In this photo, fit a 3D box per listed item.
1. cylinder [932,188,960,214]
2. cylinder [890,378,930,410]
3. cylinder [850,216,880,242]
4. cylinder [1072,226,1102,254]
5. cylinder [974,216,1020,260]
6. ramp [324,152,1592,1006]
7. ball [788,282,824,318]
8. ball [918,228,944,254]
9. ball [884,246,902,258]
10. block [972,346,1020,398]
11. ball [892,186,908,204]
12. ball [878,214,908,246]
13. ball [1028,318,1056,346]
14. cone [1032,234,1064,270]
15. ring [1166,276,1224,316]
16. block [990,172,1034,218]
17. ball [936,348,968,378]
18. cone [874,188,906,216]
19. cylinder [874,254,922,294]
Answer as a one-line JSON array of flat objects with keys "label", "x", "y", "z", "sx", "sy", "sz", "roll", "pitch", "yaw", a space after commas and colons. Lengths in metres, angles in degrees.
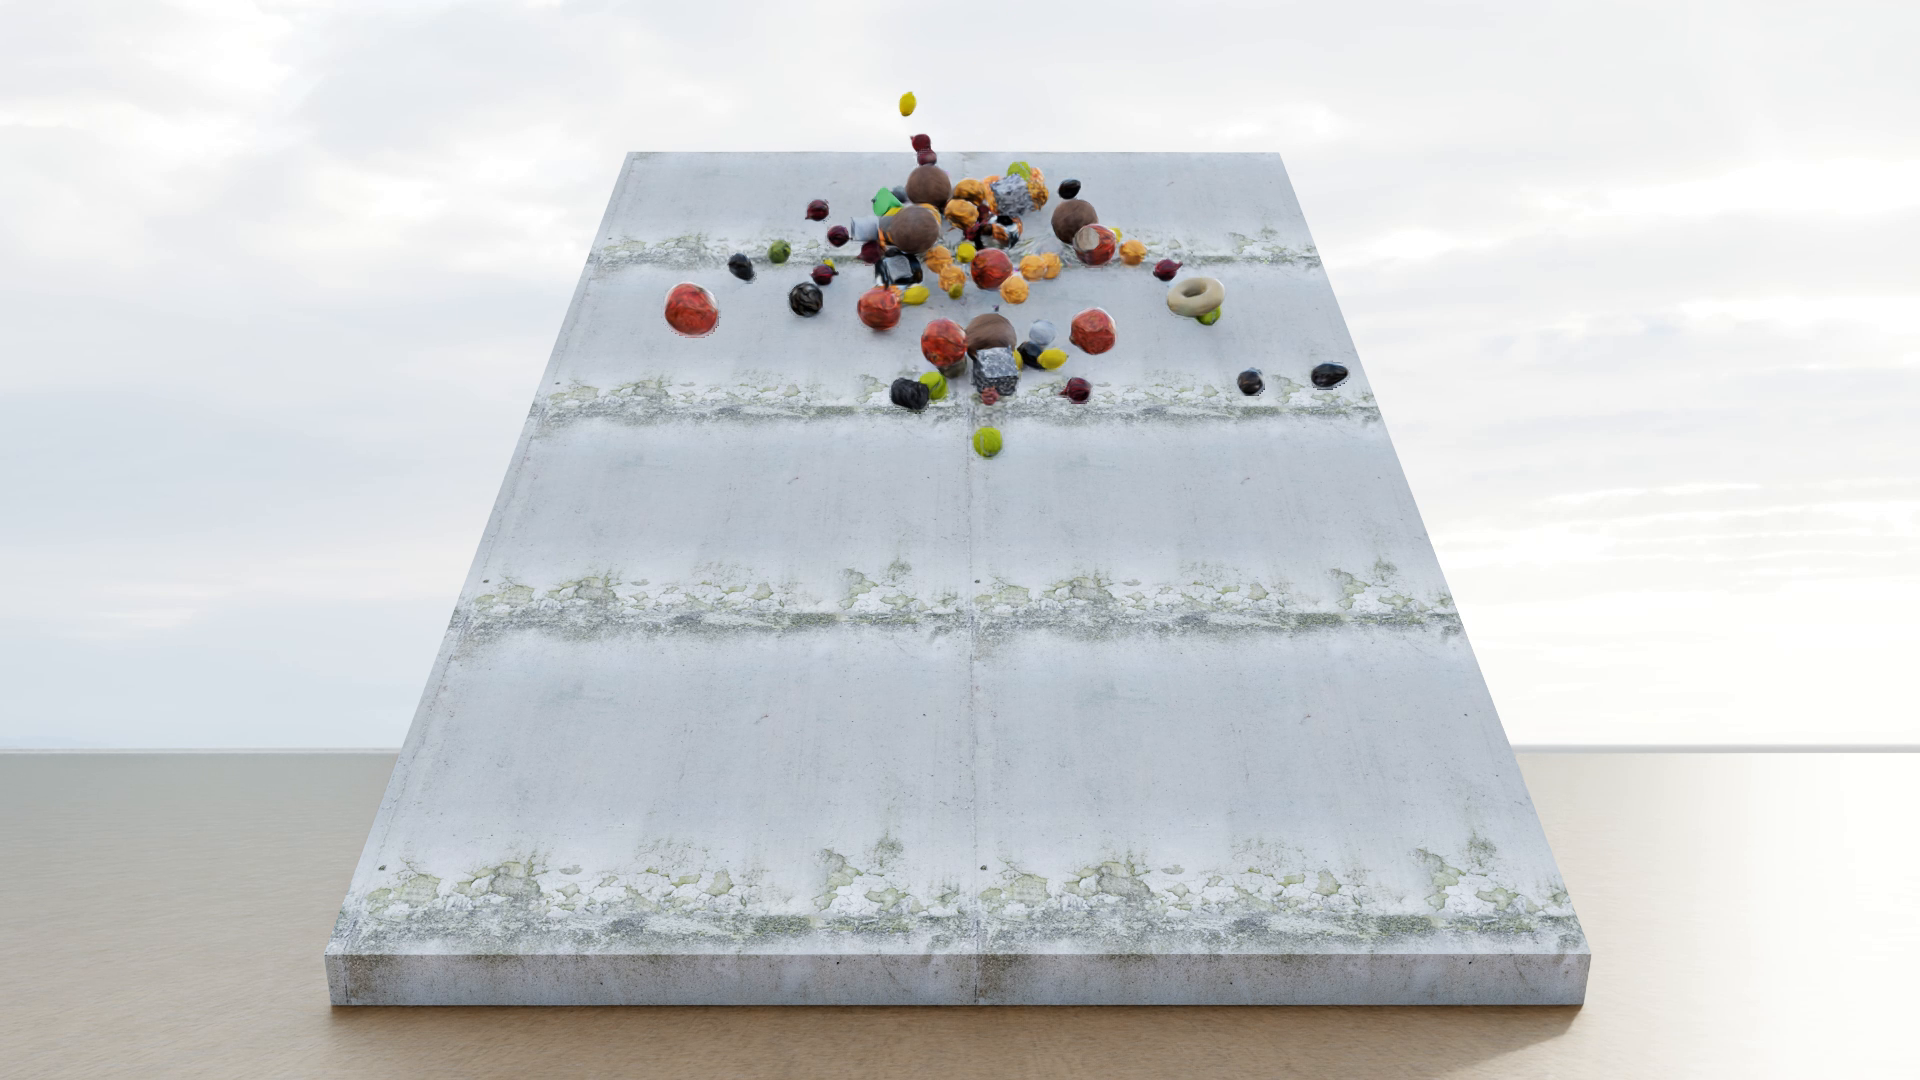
[{"label": "cylinder", "x": -0.041, "y": -0.973, "z": 6.809, "sx": 0.060, "sy": 0.060, "sz": 0.060, "roll": -4, "pitch": 21, "yaw": 41}, {"label": "cylinder", "x": -0.117, "y": -0.339, "z": 5.522, "sx": 0.065, "sy": 0.065, "sz": 0.065, "roll": -9, "pitch": -10, "yaw": 40}, {"label": "cylinder", "x": -0.255, "y": -0.835, "z": 6.384, "sx": 0.066, "sy": 0.066, "sz": 0.066, "roll": -5, "pitch": -4, "yaw": -11}, {"label": "cylinder", "x": 0.329, "y": -0.781, "z": 6.199, "sx": 0.059, "sy": 0.059, "sz": 0.059, "roll": 2, "pitch": 20, "yaw": -20}, {"label": "cylinder", "x": 0.100, "y": -0.824, "z": 6.477, "sx": 0.100, "sy": 0.100, "sz": 0.100, "roll": -2, "pitch": 21, "yaw": 20}, {"label": "ramp", "x": -0.011, "y": -0.225, "z": 5.548, "sx": 2.000, "sy": 0.100, "sz": 4.000, "roll": 0, "pitch": 27, "yaw": 0}, {"label": "ball", "x": -0.394, "y": -0.616, "z": 6.093, "sx": 0.089, "sy": 0.089, "sz": 0.089, "roll": 0, "pitch": -5, "yaw": 0}, {"label": "ball", "x": -0.077, "y": -0.813, "z": 6.455, "sx": 0.068, "sy": 0.068, "sz": 0.068, "roll": 0, "pitch": -5, "yaw": 0}, {"label": "ball", "x": -0.179, "y": -0.766, "z": 6.424, "sx": 0.052, "sy": 0.052, "sz": 0.052, "roll": 0, "pitch": -5, "yaw": 0}, {"label": "block", "x": 0.084, "y": -0.398, "z": 5.650, "sx": 0.082, "sy": 0.082, "sz": 0.082, "roll": -8, "pitch": -30, "yaw": -16}, {"label": "ball", "x": -0.175, "y": -0.996, "z": 6.867, "sx": 0.051, "sy": 0.051, "sz": 0.051, "roll": 0, "pitch": -5, "yaw": 0}, {"label": "ball", "x": -0.188, "y": -0.853, "z": 6.551, "sx": 0.087, "sy": 0.087, "sz": 0.087, "roll": 0, "pitch": -5, "yaw": 0}, {"label": "ball", "x": 0.205, "y": -0.517, "z": 5.930, "sx": 0.068, "sy": 0.068, "sz": 0.068, "roll": 0, "pitch": -5, "yaw": 0}, {"label": "cone", "x": 0.216, "y": -0.772, "z": 6.447, "sx": 0.097, "sy": 0.097, "sz": 0.097, "roll": 2, "pitch": -3, "yaw": -27}, {"label": "ring", "x": 0.592, "y": -0.612, "z": 5.974, "sx": 0.148, "sy": 0.049, "sz": 0.148, "roll": -12, "pitch": 34, "yaw": 8}, {"label": "block", "x": 0.144, "y": -0.945, "z": 6.550, "sx": 0.083, "sy": 0.083, "sz": 0.083, "roll": -24, "pitch": 34, "yaw": -5}, {"label": "ball", "x": -0.020, "y": -0.428, "z": 5.749, "sx": 0.076, "sy": 0.076, "sz": 0.076, "roll": 0, "pitch": -5, "yaw": 0}, {"label": "cone", "x": -0.189, "y": -0.957, "z": 6.794, "sx": 0.085, "sy": 0.085, "sz": 0.085, "roll": 9, "pitch": -9, "yaw": -35}, {"label": "cylinder", "x": -0.162, "y": -0.701, "z": 6.256, "sx": 0.091, "sy": 0.091, "sz": 0.091, "roll": -16, "pitch": 4, "yaw": -29}]
